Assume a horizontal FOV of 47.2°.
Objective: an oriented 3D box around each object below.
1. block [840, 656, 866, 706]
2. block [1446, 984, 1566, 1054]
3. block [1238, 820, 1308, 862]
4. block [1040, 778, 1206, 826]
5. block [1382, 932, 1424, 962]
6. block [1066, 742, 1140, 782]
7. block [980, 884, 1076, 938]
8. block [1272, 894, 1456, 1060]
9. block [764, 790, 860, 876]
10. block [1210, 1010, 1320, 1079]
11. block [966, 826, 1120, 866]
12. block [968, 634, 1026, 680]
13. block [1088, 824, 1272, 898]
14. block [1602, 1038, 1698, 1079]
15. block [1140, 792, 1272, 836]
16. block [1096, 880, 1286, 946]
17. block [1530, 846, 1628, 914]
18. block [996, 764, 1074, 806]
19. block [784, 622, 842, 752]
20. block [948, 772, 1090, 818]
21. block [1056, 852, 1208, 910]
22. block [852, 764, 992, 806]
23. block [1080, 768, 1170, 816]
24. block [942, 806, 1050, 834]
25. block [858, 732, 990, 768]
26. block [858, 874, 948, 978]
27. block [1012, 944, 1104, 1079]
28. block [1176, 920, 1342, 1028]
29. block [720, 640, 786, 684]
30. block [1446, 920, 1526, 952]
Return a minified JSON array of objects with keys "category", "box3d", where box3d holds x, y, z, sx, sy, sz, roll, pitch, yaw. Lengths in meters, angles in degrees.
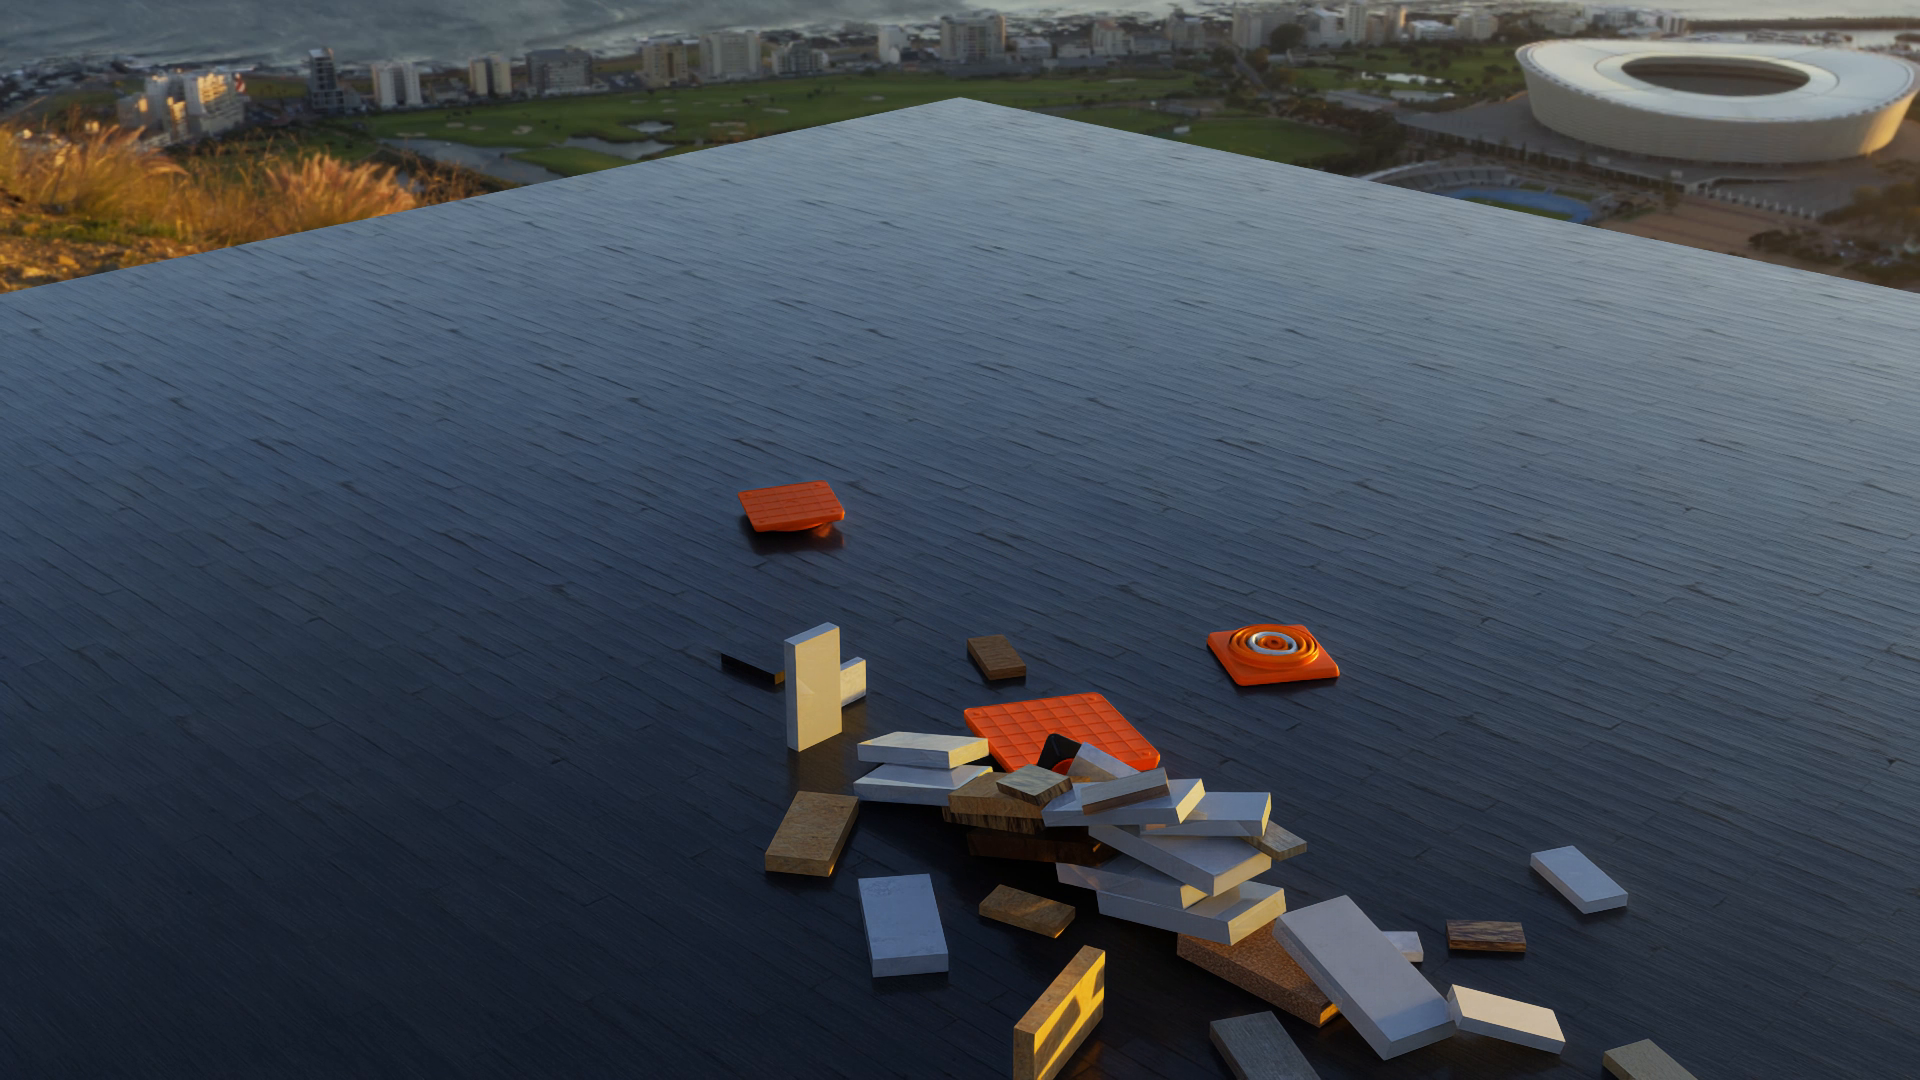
[{"category":"block","box3d":[-0.279,0.330,4.870,0.025,0.088,0.175,19,30,38]},{"category":"block","box3d":[0.928,0.815,3.742,0.184,0.026,0.092,15,22,-6]},{"category":"block","box3d":[0.559,0.540,3.998,0.068,0.019,0.136,-13,24,-31]},{"category":"block","box3d":[0.300,0.486,4.065,0.286,0.032,0.112,-6,19,34]},{"category":"block","box3d":[0.767,0.738,3.996,0.136,0.019,0.068,0,23,1]},{"category":"block","box3d":[0.333,0.505,4.268,0.271,0.135,0.038,29,49,6]},{"category":"block","box3d":[0.125,0.692,4.101,0.160,0.023,0.080,13,26,27]},{"category":"block","box3d":[0.702,0.755,3.817,0.159,0.045,0.318,-10,39,-30]},{"category":"block","box3d":[-0.291,0.579,4.350,0.126,0.036,0.252,4,23,10]},{"category":"block","box3d":[0.512,0.871,3.667,0.112,0.032,0.225,-7,24,-15]},{"category":"block","box3d":[0.182,0.569,4.247,0.311,0.044,0.156,-2,15,41]},{"category":"block","box3d":[0.084,0.270,5.092,0.088,0.025,0.175,-7,24,-15]},{"category":"block","box3d":[0.403,0.554,4.050,0.156,0.044,0.311,-18,27,-39]},{"category":"block","box3d":[1.156,0.894,3.621,0.092,0.026,0.184,-10,25,-21]},{"category":"block","box3d":[0.451,0.503,4.039,0.225,0.032,0.113,-2,20,16]},{"category":"block","box3d":[0.423,0.664,4.045,0.159,0.045,0.318,-21,17,-40]},{"category":"block","box3d":[1.181,0.648,4.201,0.092,0.026,0.185,-8,24,-17]},{"category":"block","box3d":[0.141,0.468,4.205,0.080,0.023,0.160,-25,15,-22]},{"category":"block","box3d":[-0.314,0.314,4.699,0.036,0.252,0.126,21,30,40]},{"category":"block","box3d":[0.116,0.496,4.279,0.258,0.037,0.129,-2,14,41]},{"category":"block","box3d":[0.346,0.615,4.111,0.156,0.044,0.311,-21,17,-41]},{"category":"block","box3d":[-0.074,0.494,4.464,0.258,0.037,0.129,-1,15,35]},{"category":"block","box3d":[0.303,0.462,4.041,0.160,0.023,0.080,-15,16,6]},{"category":"block","box3d":[0.098,0.527,4.334,0.129,0.037,0.258,-21,14,-40]},{"category":"block","box3d":[-0.078,0.436,4.580,0.252,0.036,0.126,0,8,40]},{"category":"block","box3d":[-0.107,0.707,4.046,0.135,0.038,0.271,-3,23,-7]},{"category":"block","box3d":[0.167,0.808,3.684,0.038,0.135,0.271,12,26,26]},{"category":"block","box3d":[0.562,0.753,3.928,0.318,0.045,0.159,21,31,40]},{"category":"block","box3d":[-0.457,0.281,5.066,0.176,0.025,0.088,19,29,37]},{"category":"block","box3d":[0.962,0.725,4.028,0.136,0.019,0.068,2,23,4]}]
